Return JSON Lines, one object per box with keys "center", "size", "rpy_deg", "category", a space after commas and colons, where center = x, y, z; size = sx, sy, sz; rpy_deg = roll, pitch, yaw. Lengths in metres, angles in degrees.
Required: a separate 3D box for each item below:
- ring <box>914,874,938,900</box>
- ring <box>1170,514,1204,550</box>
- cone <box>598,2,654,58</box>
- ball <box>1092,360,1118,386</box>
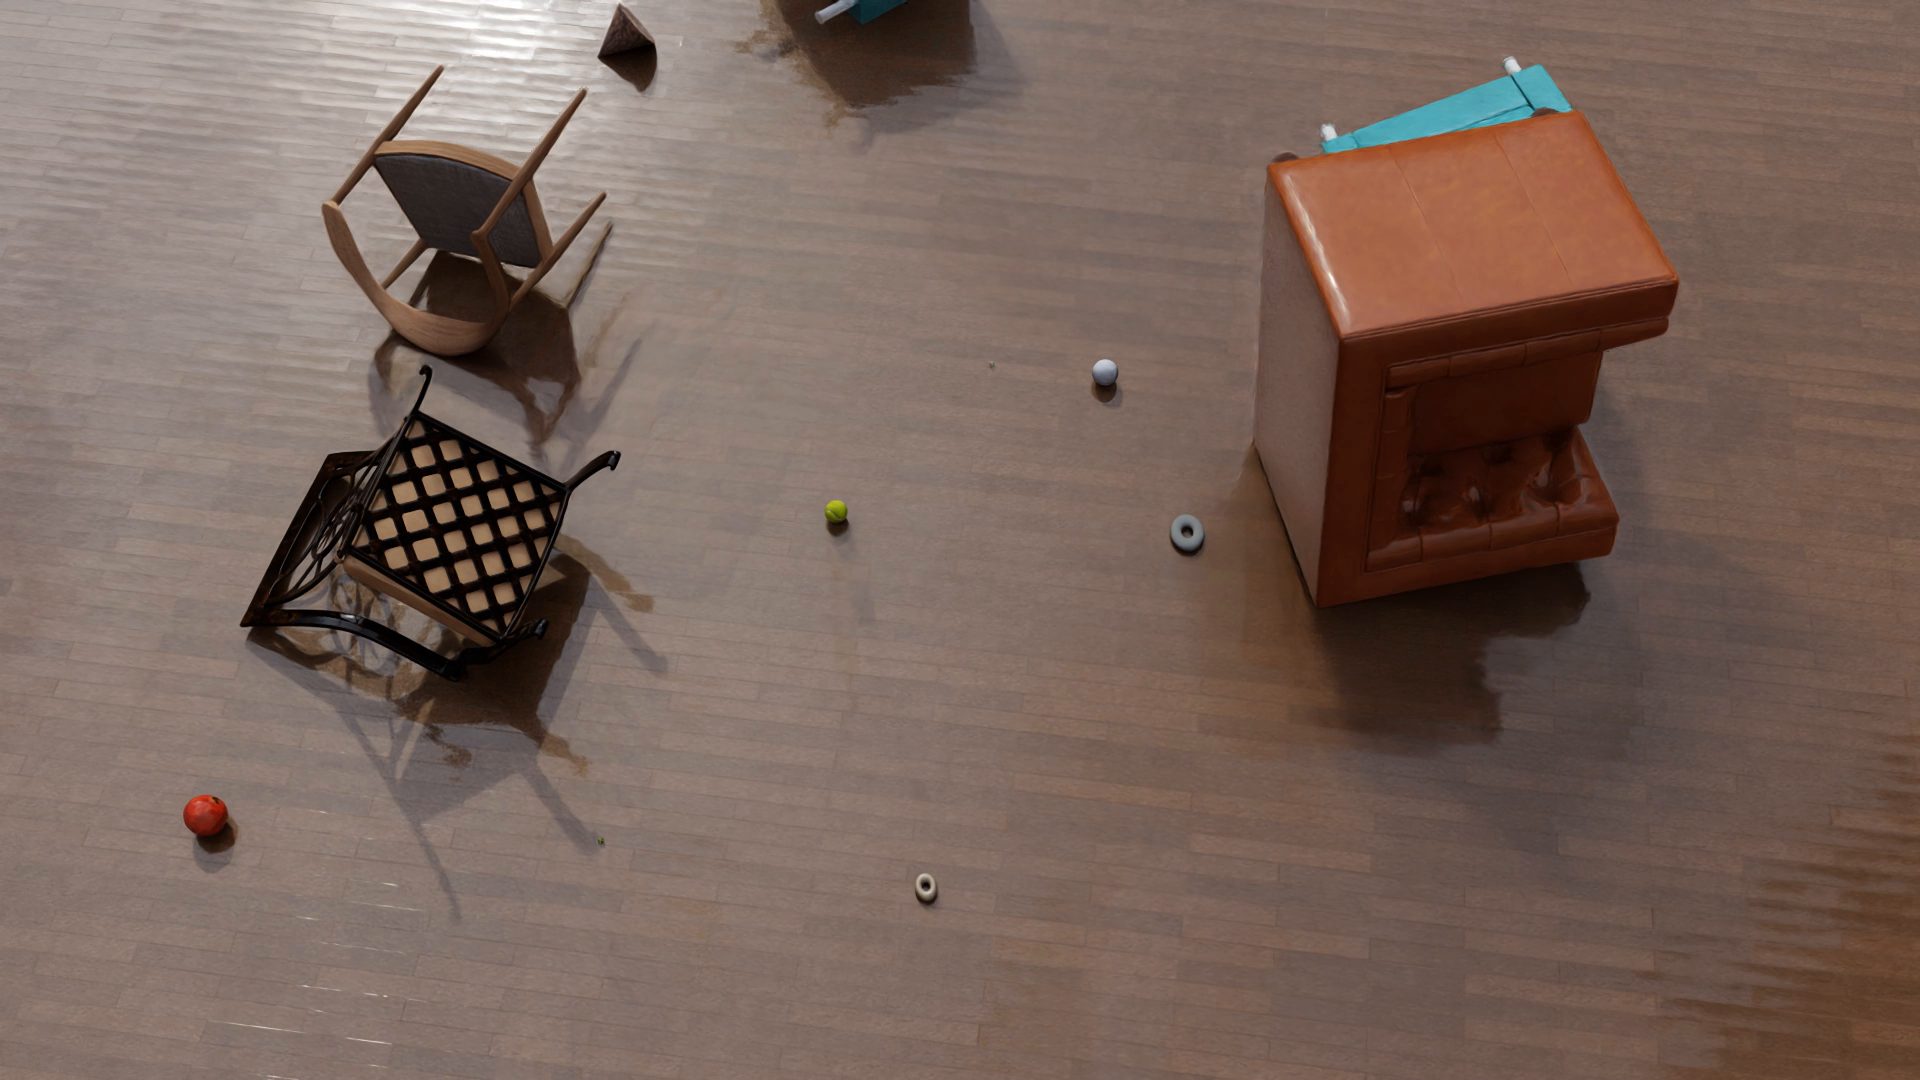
{"center": [-0.092, 0.936, 5.929], "size": [0.061, 0.028, 0.081], "rpy_deg": [-10, 56, -5], "category": "ring"}
{"center": [0.679, -0.022, 6.572], "size": [0.102, 0.029, 0.130], "rpy_deg": [-2, 56, 0], "category": "ring"}
{"center": [-1.201, -1.748, 7.692], "size": [0.188, 0.216, 0.182], "rpy_deg": [-39, 96, 9], "category": "cone"}
{"center": [0.454, -0.524, 6.876], "size": [0.082, 0.082, 0.082], "rpy_deg": [0, 56, 0], "category": "ball"}
